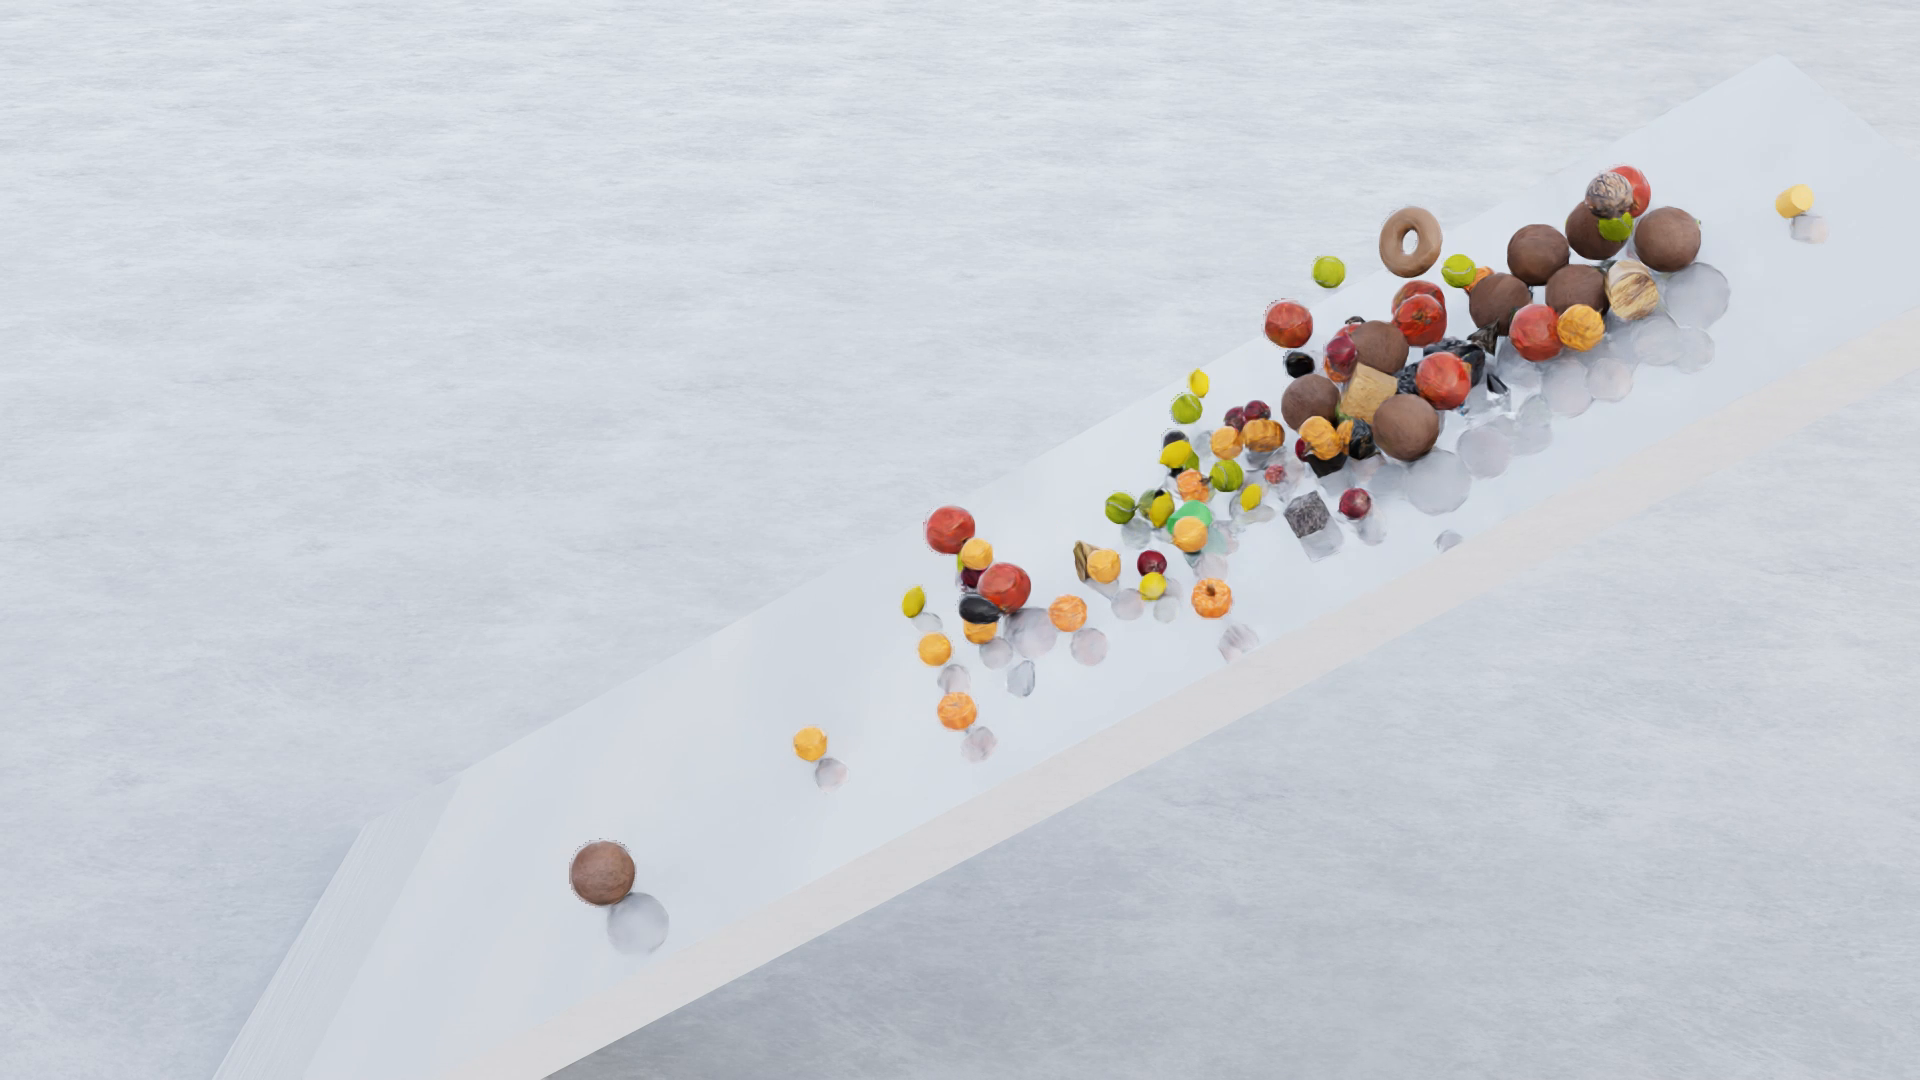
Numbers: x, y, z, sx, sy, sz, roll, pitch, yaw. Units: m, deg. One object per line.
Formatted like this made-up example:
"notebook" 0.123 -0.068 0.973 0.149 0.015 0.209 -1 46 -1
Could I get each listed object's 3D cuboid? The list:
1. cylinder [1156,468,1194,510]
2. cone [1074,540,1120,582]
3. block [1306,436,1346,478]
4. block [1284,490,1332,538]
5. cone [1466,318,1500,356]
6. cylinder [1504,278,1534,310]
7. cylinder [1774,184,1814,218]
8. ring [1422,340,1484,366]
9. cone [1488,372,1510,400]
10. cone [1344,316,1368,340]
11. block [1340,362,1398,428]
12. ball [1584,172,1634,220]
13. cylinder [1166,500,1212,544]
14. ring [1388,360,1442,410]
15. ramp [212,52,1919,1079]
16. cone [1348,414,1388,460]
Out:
"cylinder" 0.453 -0.107 6.189 0.064 0.064 0.064 9 48 25
"cone" 0.293 0.037 6.124 0.090 0.090 0.090 -8 20 -11
"block" 0.732 -0.166 5.878 0.054 0.054 0.054 -23 17 29
"block" 0.664 -0.049 5.623 0.058 0.058 0.058 -23 17 32
"cone" 1.070 -0.419 5.939 0.070 0.070 0.070 32 10 -6
"cylinder" 1.160 -0.510 6.101 0.060 0.060 0.060 4 10 12
"cylinder" 1.611 -0.654 5.678 0.053 0.053 0.053 -8 -12 -21
"ring" 1.002 -0.379 5.981 0.122 0.041 0.122 -2 11 0
"cone" 1.038 -0.307 5.727 0.050 0.050 0.050 -29 15 8
"cone" 0.882 -0.472 6.478 0.054 0.054 0.054 10 19 26
"block" 0.813 -0.289 5.853 0.087 0.087 0.087 23 18 2
"ball" 1.286 -0.682 5.830 0.094 0.094 0.094 0 19 0
"cylinder" 0.465 -0.037 5.971 0.066 0.066 0.066 18 47 42
"ring" 0.918 -0.316 6.009 0.143 0.048 0.143 -30 15 9
"ramp" 0.142 0.168 6.286 4.000 0.100 2.000 -29 15 12
"cone" 0.786 -0.216 5.759 0.082 0.082 0.082 -6 54 -16
